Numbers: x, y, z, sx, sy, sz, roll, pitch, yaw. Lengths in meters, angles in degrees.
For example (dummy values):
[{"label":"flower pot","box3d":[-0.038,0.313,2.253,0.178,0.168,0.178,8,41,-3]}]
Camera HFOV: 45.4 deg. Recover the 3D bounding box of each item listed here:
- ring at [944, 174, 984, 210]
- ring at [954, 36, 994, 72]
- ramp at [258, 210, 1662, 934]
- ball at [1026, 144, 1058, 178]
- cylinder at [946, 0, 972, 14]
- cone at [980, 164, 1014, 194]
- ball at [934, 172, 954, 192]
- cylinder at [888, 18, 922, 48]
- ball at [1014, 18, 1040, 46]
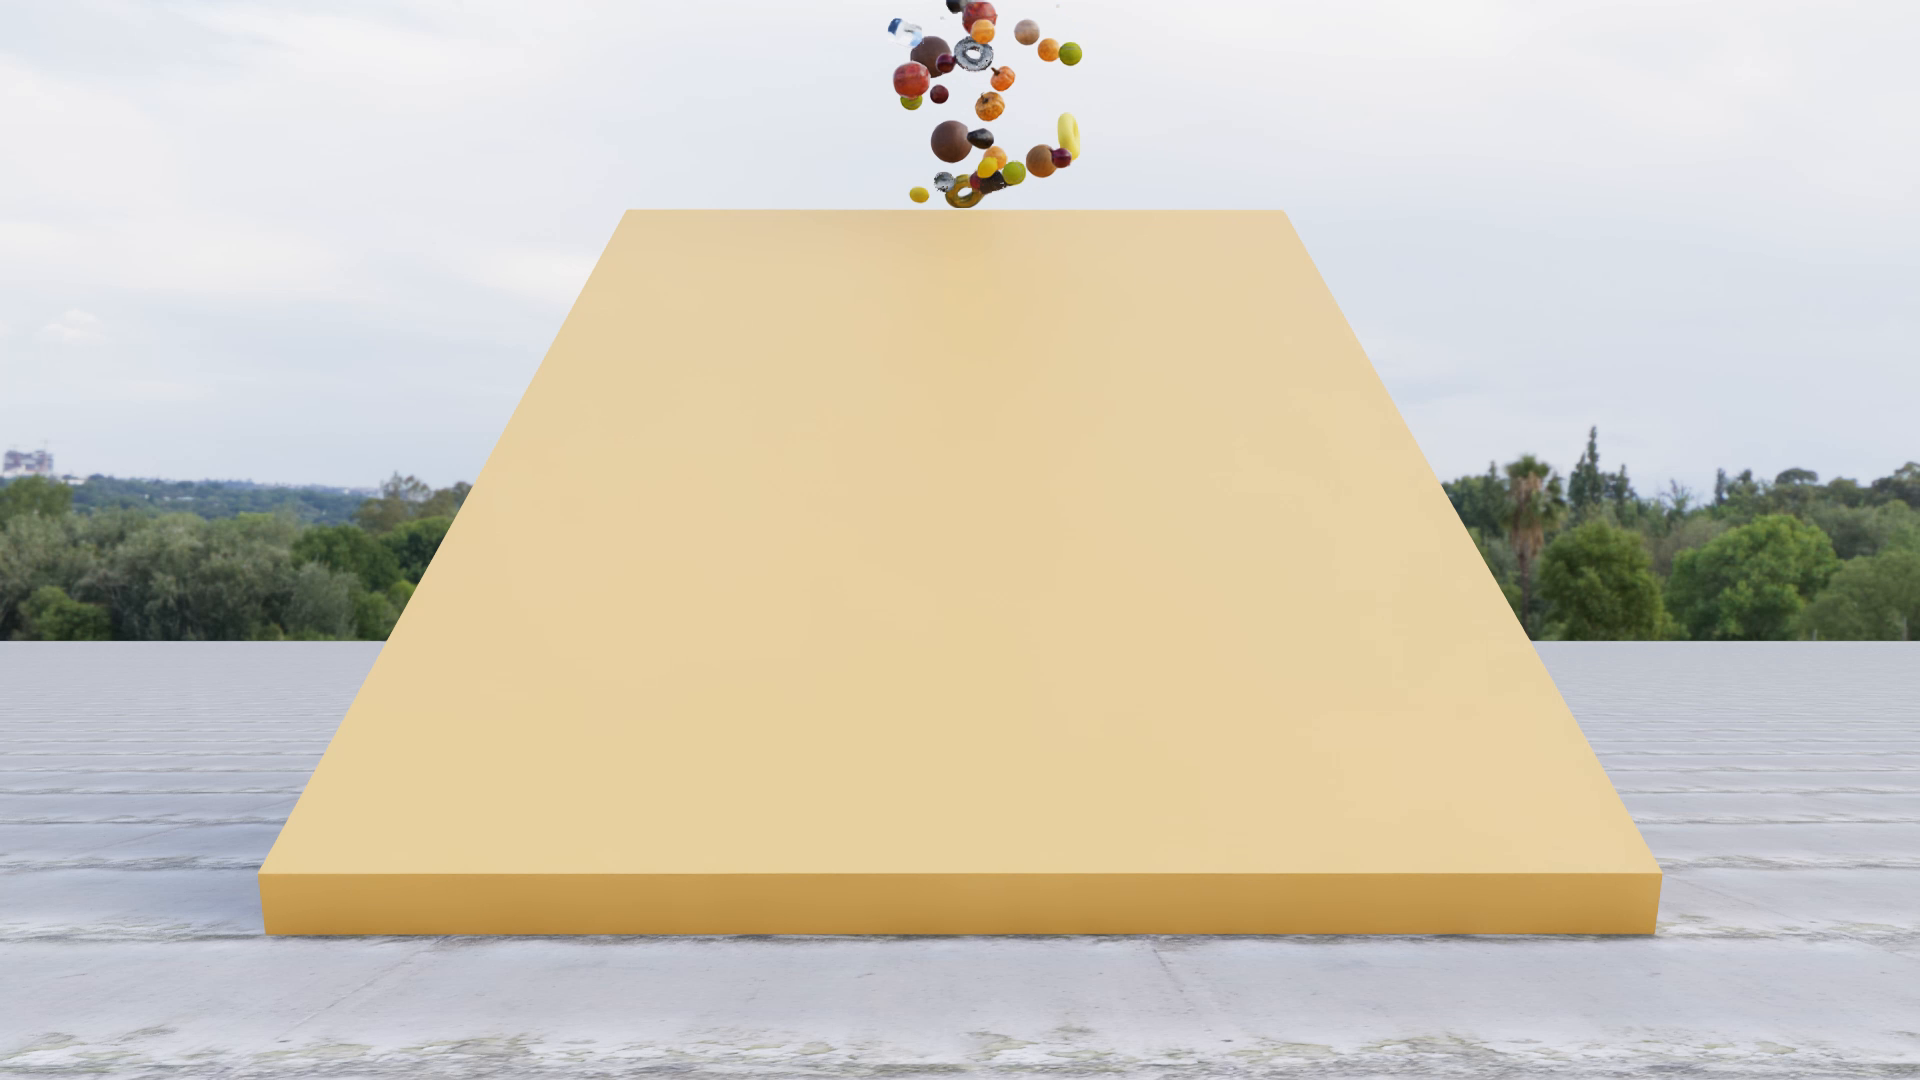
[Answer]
[{"label":"ring","box3d":[0.015,-1.062,6.989,0.128,0.043,0.128,-10,-39,-9]},{"label":"ring","box3d":[0.041,-1.449,6.837,0.122,0.122,0.041,0,-26,-8]},{"label":"ramp","box3d":[-0.006,-0.219,5.139,2.000,0.100,4.000,0,22,0]},{"label":"ball","box3d":[0.242,-1.118,6.765,0.098,0.098,0.098,0,-2,0]},{"label":"cylinder","box3d":[-0.001,-1.636,6.980,0.057,0.057,0.057,2,2,-42]},{"label":"cone","box3d":[0.120,-1.048,6.709,0.093,0.093,0.093,16,6,28]},{"label":"ball","box3d":[-0.047,-1.071,6.854,0.063,0.063,0.063,0,-2,0]},{"label":"cylinder","box3d":[-0.167,-1.537,6.956,0.076,0.076,0.076,7,-7,-42]},{"label":"ball","box3d":[0.196,-1.482,6.687,0.078,0.078,0.078,0,-2,0]}]
